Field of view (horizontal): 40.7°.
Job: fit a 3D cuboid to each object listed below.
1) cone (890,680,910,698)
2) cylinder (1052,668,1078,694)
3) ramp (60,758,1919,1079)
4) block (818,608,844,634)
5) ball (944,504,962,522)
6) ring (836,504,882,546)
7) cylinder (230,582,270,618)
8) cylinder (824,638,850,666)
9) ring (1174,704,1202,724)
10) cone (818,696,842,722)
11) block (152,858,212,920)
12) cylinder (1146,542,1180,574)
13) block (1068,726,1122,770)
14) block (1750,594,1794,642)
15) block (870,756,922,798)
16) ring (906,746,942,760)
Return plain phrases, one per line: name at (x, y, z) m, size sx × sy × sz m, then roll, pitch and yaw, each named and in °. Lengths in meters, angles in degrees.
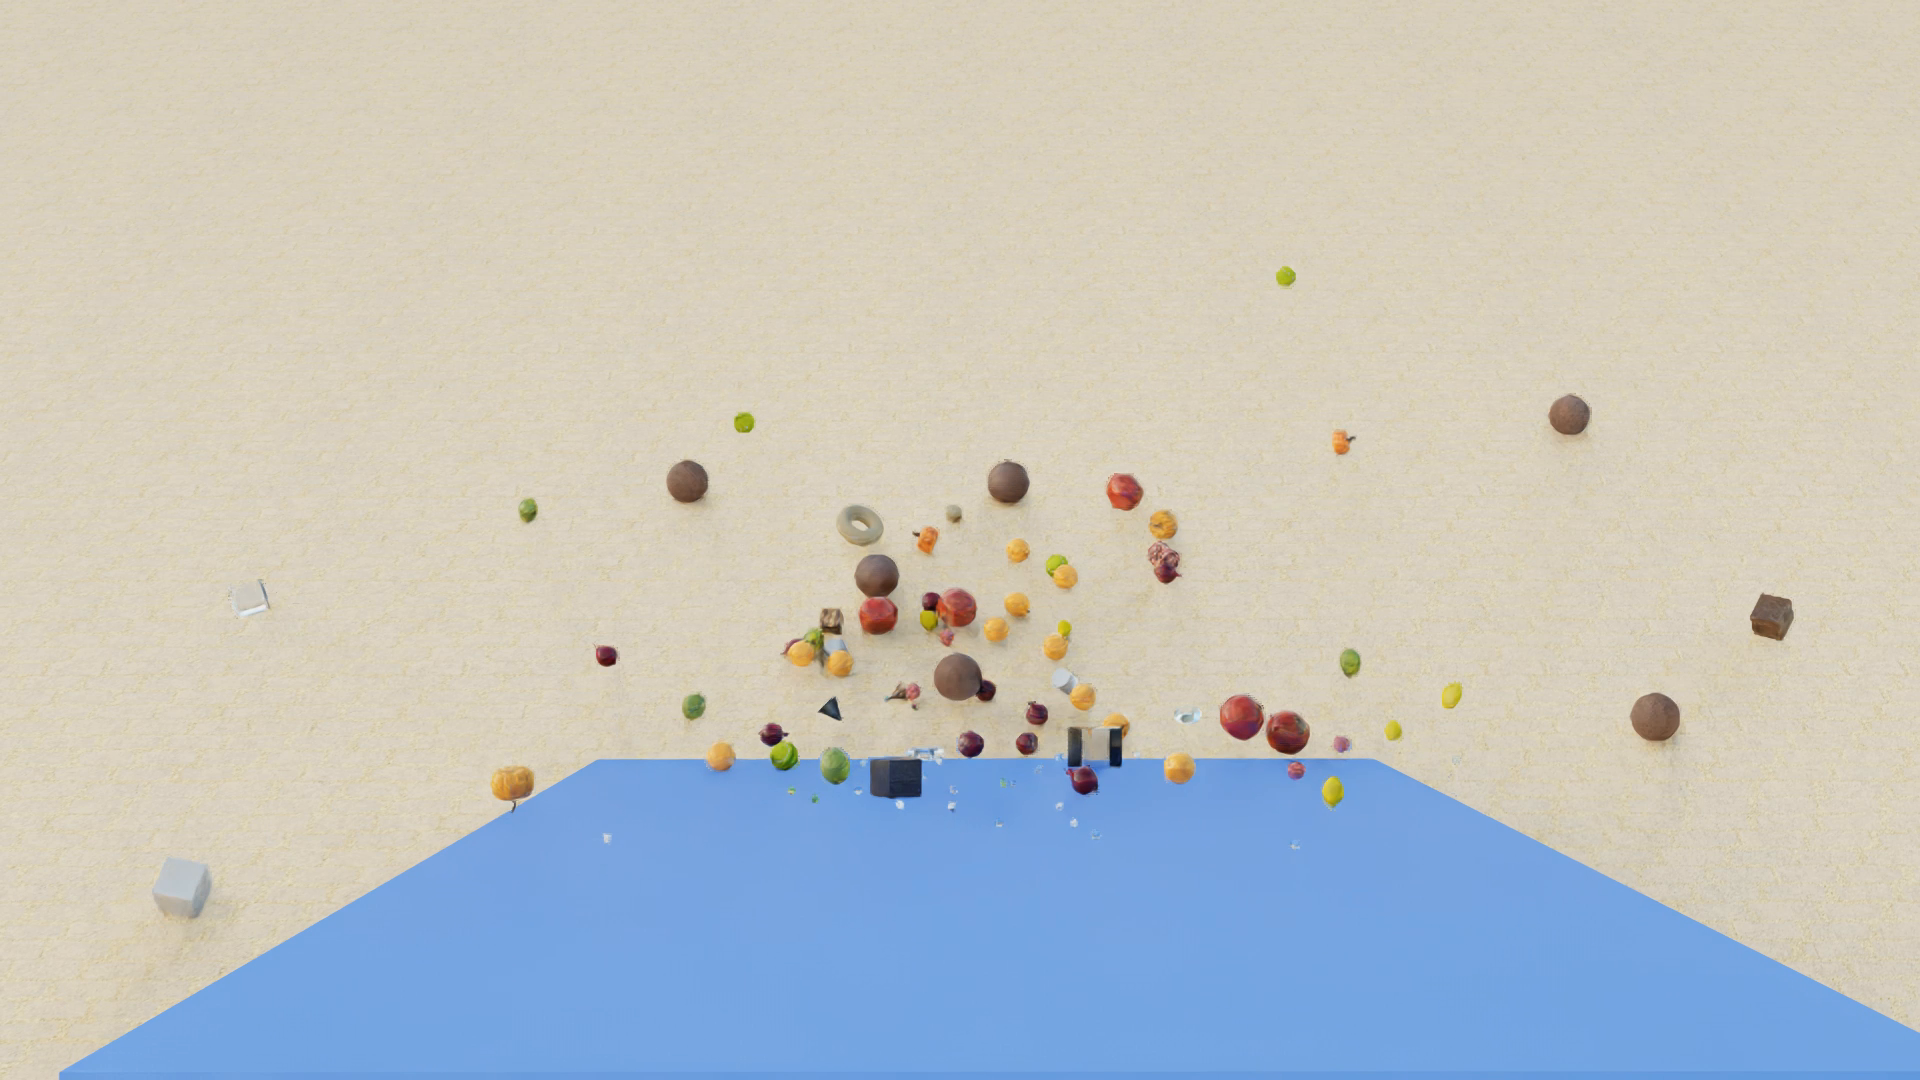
cone at (-0.171, 0.420, 7.064) m, size 0.052 × 0.052 × 0.052 m, roll -30°, pitch 33°, yaw 2°
cylinder at (0.285, 0.384, 7.045) m, size 0.054 × 0.054 × 0.054 m, roll -14°, pitch 59°, yaw 25°
ramp at (0.068, 0.607, 4.673) m, size 2.000 × 0.100 × 4.000 m, roll 0°, pitch 0°, yaw 0°
block at (-0.364, 0.229, 7.332) m, size 0.055 × 0.055 × 0.055 m, roll 4°, pitch 67°, yaw 10°
ball at (-0.019, -0.082, 7.884) m, size 0.054 × 0.054 × 0.054 m, roll 0°, pitch 31°, yaw 0°
ring at (-0.299, -0.043, 7.712) m, size 0.145 × 0.048 × 0.145 m, roll 12°, pitch 47°, yaw -14°
cylinder at (-2.035, 0.170, 7.416) m, size 0.086 × 0.086 × 0.086 m, roll -18°, pitch 35°, yaw -25°
cylinder at (-0.342, 0.313, 7.212) m, size 0.057 × 0.057 × 0.057 m, roll -9°, pitch 32°, yaw -15°
ring at (0.613, 0.470, 6.978) m, size 0.076 × 0.025 × 0.076 m, roll -3°, pitch 29°, yaw 2°
cone at (-0.336, 0.463, 6.931) m, size 0.065 × 0.065 × 0.065 m, roll 49°, pitch 44°, yaw 3°
block at (-1.871, 0.838, 6.229) m, size 0.097 × 0.097 × 0.097 m, roll 12°, pitch 54°, yaw 4°
cylinder at (0.600, 0.052, 7.632) m, size 0.071 × 0.071 × 0.071 m, roll -16°, pitch 31°, yaw -26°
block at (0.336, 0.515, 6.425) m, size 0.098 × 0.098 × 0.098 m, roll 0°, pitch 0°, yaw -34°
block at (2.275, 0.216, 7.251) m, size 0.085 × 0.085 × 0.085 m, roll 16°, pitch 60°, yaw 35°
block at (-0.140, 0.520, 5.680) m, size 0.081 × 0.081 × 0.081 m, roll 0°, pitch 0°, yaw -33°
ring at (-0.091, 0.549, 6.651) m, size 0.095 × 0.032 × 0.095 m, roll -1°, pitch 0°, yaw 0°
